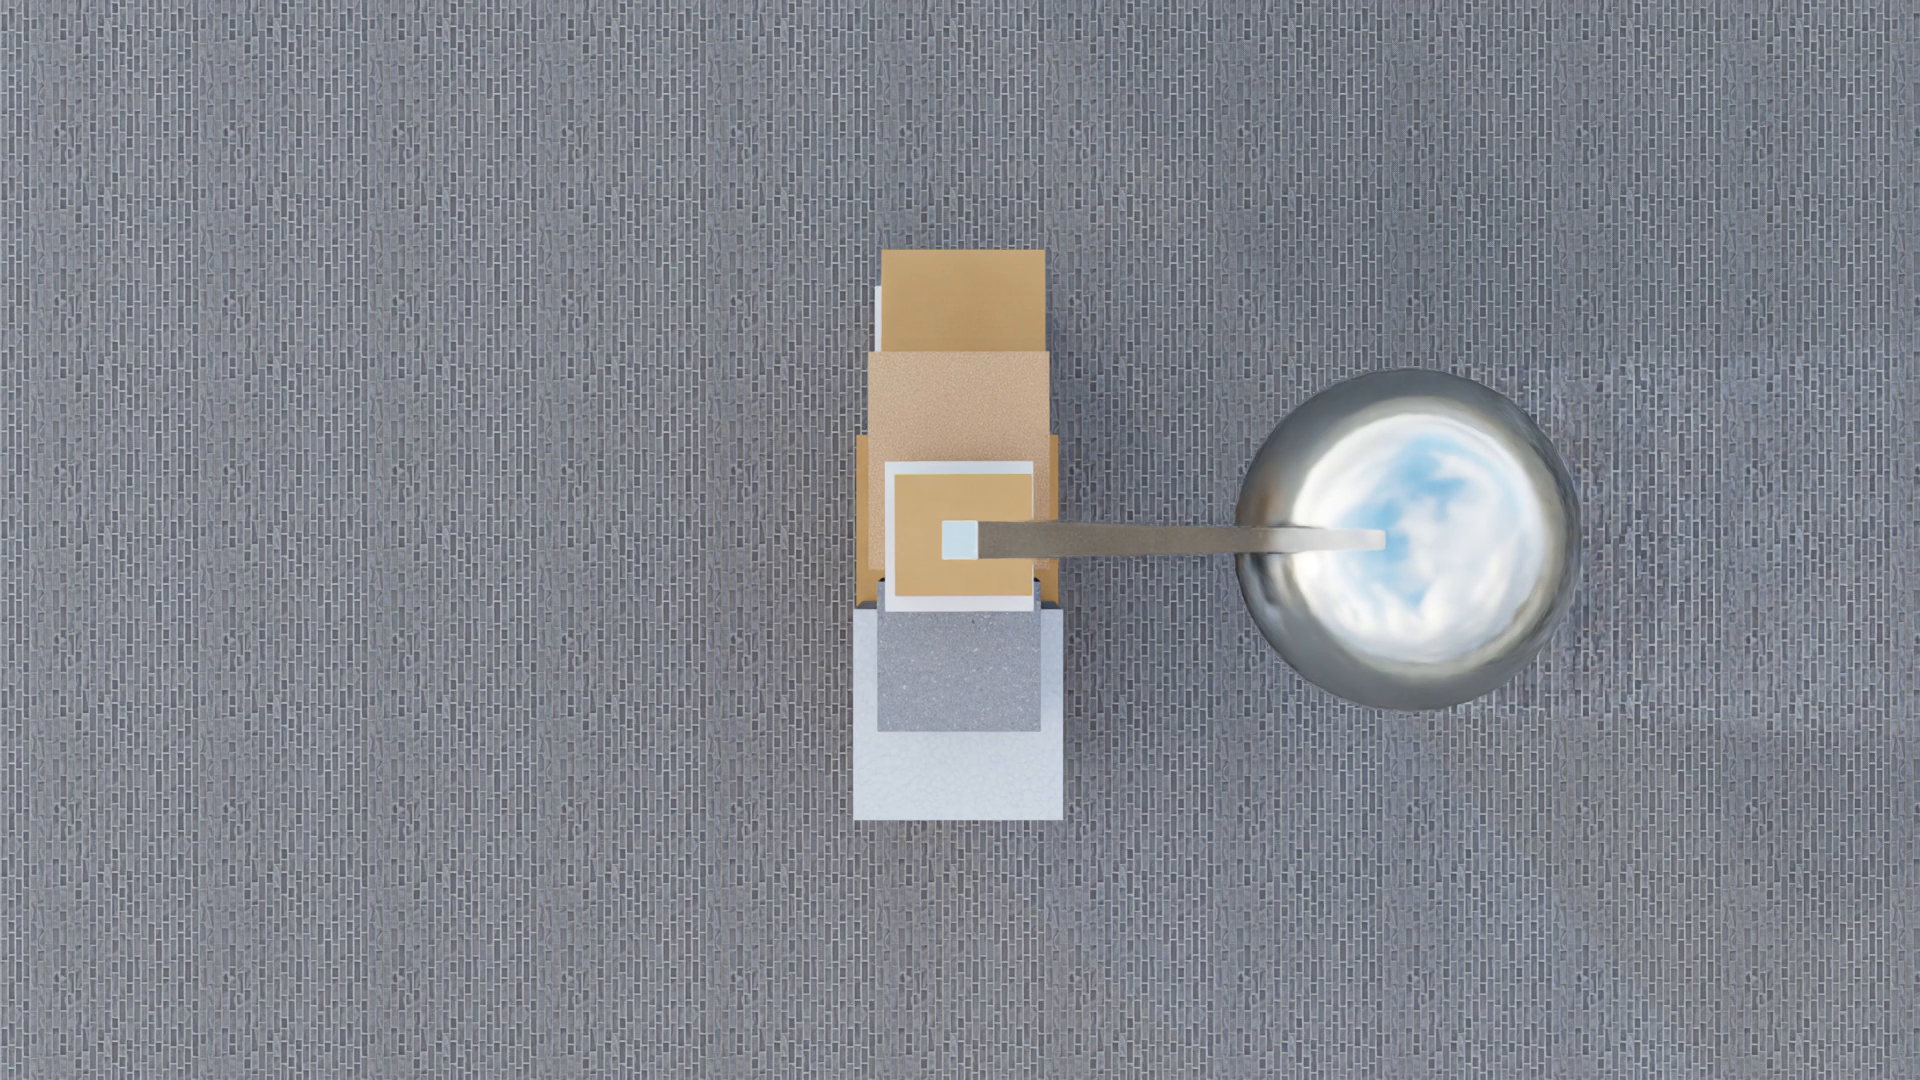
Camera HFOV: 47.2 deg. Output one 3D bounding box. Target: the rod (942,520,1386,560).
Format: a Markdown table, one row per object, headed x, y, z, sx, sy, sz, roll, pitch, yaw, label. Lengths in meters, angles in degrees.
| x | y | z | sx | sy | sz | roll | pitch | yaw | label |
| --- | --- | --- | --- | --- | --- | --- | --- | --- | --- |
| 0.899 | 0.000 | 7.048 | 0.080 | 5.200 | 0.080 | 0 | 90 | 20 | rod |

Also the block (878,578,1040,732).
| x | y | z | sx | sy | sz | roll | pitch | yaw | label |
| --- | --- | --- | --- | --- | --- | --- | --- | --- | --- |
| -0.005 | 0.547 | 10.700 | 0.773 | 0.639 | 0.709 | 0 | 91 | 0 | block |

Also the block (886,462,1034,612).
| x | y | z | sx | sy | sz | roll | pitch | yaw | label |
| --- | --- | --- | --- | --- | --- | --- | --- | --- | --- |
| -0.004 | -0.017 | 10.000 | 0.648 | 0.741 | 0.656 | 0 | 90 | 0 | block |

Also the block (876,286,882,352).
| x | y | z | sx | sy | sz | roll | pitch | yaw | label |
| --- | --- | --- | --- | --- | --- | --- | --- | --- | --- |
| -0.017 | -0.996 | 12.585 | 0.907 | 0.830 | 0.820 | 0 | 90 | 0 | block |

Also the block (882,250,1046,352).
| x | y | z | sx | sy | sz | roll | pitch | yaw | label |
| --- | --- | --- | --- | --- | --- | --- | --- | --- | --- |
| 0.016 | -0.992 | 11.699 | 0.842 | 0.820 | 0.907 | 0 | 82 | 0 | block |

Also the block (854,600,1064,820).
| x | y | z | sx | sy | sz | roll | pitch | yaw | label |
| --- | --- | --- | --- | --- | --- | --- | --- | --- | --- |
| -0.009 | 0.869 | 11.540 | 1.050 | 1.032 | 1.058 | 0 | 91 | 0 | block |

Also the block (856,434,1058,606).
| x | y | z | sx | sy | sz | roll | pitch | yaw | label |
| --- | --- | --- | --- | --- | --- | --- | --- | --- | --- |
| -0.015 | 0.016 | 12.526 | 1.106 | 0.947 | 1.183 | 0 | 90 | 0 | block |

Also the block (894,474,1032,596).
| x | y | z | sx | sy | sz | roll | pitch | yaw | label |
| --- | --- | --- | --- | --- | --- | --- | --- | --- | --- |
| 0.014 | -0.021 | 9.321 | 0.564 | 0.615 | 0.500 | 0 | 90 | 0 | block |

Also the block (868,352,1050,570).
| x | y | z | sx | sy | sz | roll | pitch | yaw | label |
| --- | --- | --- | --- | --- | --- | --- | --- | --- | --- |
| -0.004 | -0.376 | 10.799 | 0.853 | 0.859 | 1.027 | 0 | 90 | 0 | block |

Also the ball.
| x | y | z | sx | sy | sz | roll | pitch | yaw | label |
| --- | --- | --- | --- | --- | --- | --- | --- | --- | --- |
| 2.074 | 0.000 | 10.239 | 1.600 | 1.600 | 1.600 | 0 | 90 | 0 | ball |
